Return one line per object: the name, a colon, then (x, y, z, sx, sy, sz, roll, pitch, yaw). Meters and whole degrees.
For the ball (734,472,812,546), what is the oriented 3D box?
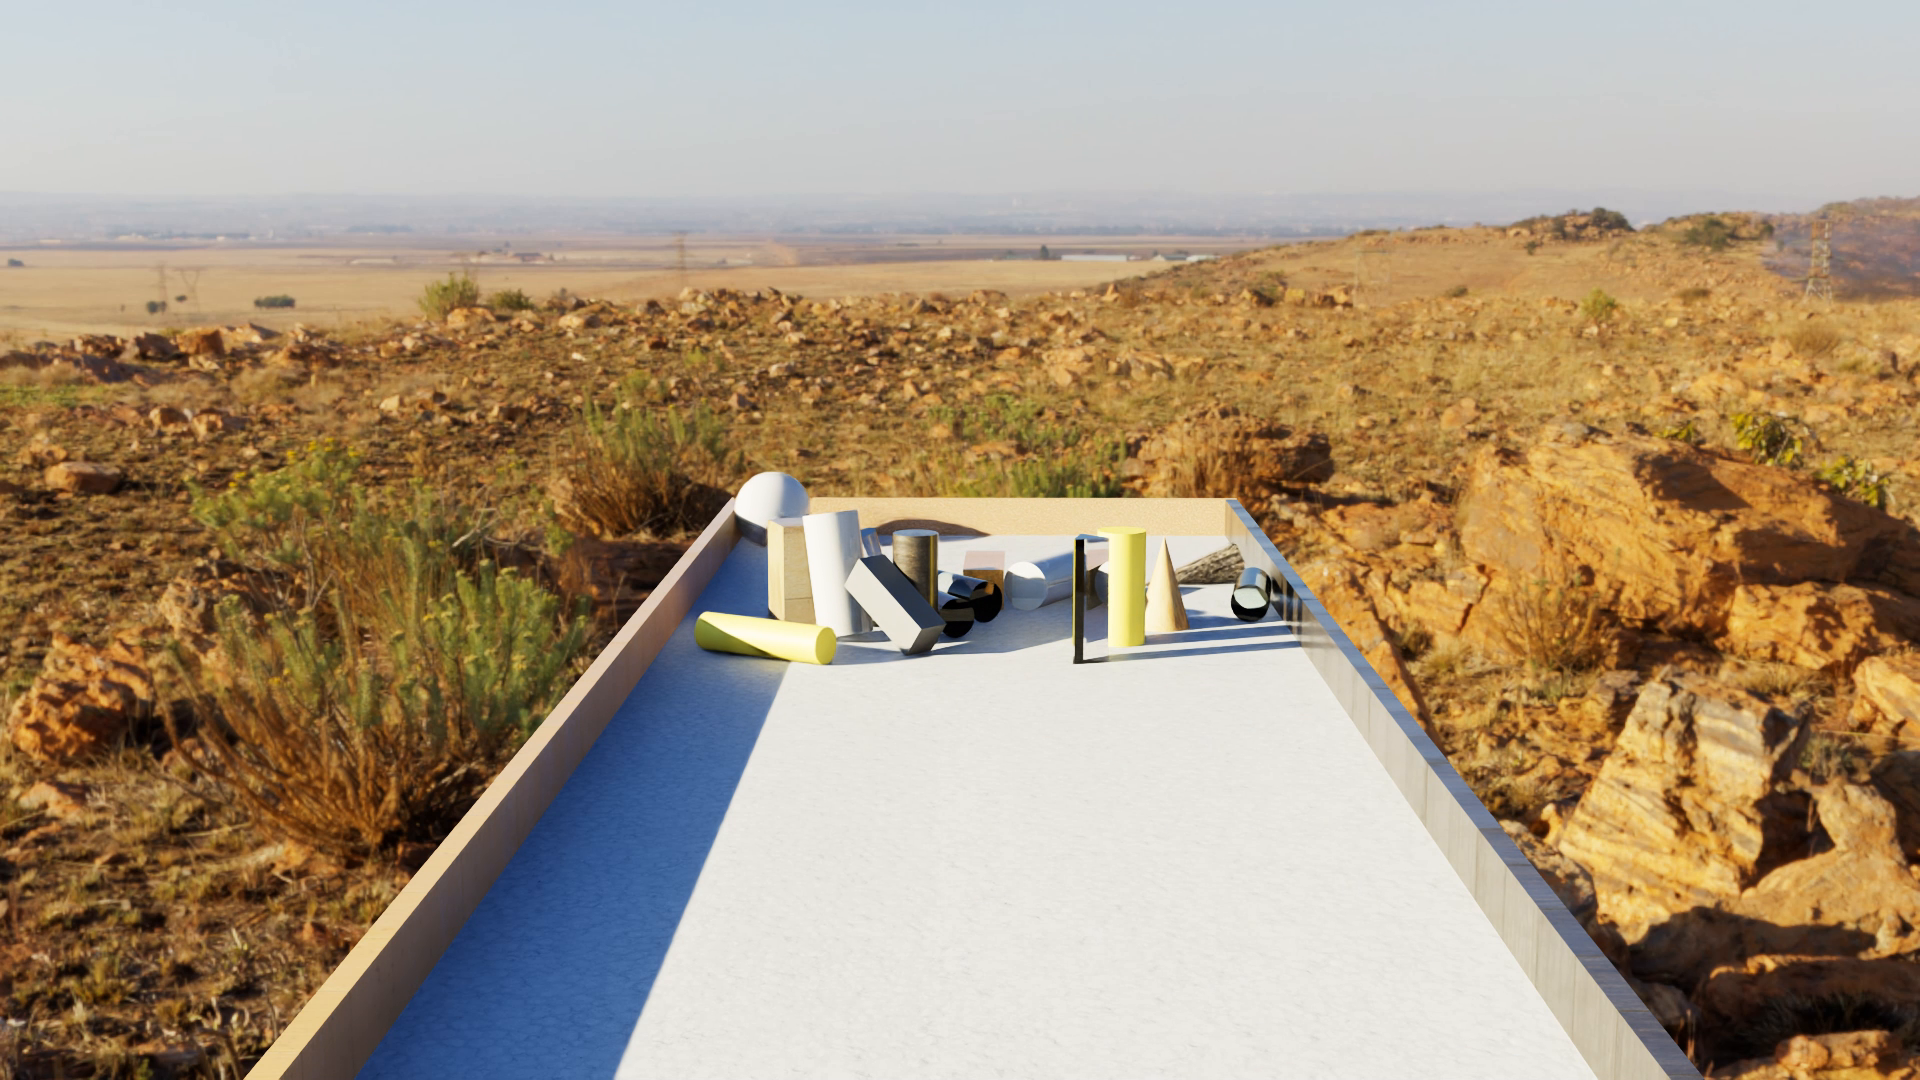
ball: (-0.749, -0.124, 8.817, 0.305, 0.305, 0.305, 0, 9, 0)

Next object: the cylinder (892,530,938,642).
cylinder: (-0.141, 0.148, 6.965, 0.145, 0.346, 0.145, 0, 9, 0)

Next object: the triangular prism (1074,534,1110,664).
triangular prism: (0.383, 0.177, 6.671, 0.112, 0.382, 0.097, -3, 9, -16)

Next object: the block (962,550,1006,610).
block: (0.086, 0.138, 7.692, 0.139, 0.139, 0.405, 0, 9, 2)

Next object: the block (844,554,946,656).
block: (-0.202, 0.201, 6.842, 0.115, 0.115, 0.326, -10, 49, -47)

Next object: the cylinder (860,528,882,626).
cylinder: (-0.294, 0.122, 7.216, 0.116, 0.301, 0.116, -14, 14, 4)

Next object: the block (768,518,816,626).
block: (-0.517, 0.110, 7.213, 0.180, 0.345, 0.180, -3, 10, -21)

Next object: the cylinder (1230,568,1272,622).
cylinder: (0.988, 0.183, 7.450, 0.127, 0.127, 0.341, 1, 9, 9)

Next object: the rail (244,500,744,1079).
rail: (-1.004, 0.839, 3.234, 0.050, 0.150, 12.000, 0, 9, 1)

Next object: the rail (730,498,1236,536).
rail: (0.099, -0.098, 9.147, 2.100, 0.150, 0.050, 0, 9, 1)

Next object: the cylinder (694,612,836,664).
cylinder: (-0.599, 0.300, 6.745, 0.453, 0.116, 0.116, 5, 11, 31)

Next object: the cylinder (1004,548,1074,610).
cylinder: (0.308, 0.135, 7.617, 0.169, 0.169, 0.331, 5, 11, 31)

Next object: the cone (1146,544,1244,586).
cone: (0.832, 0.125, 7.999, 0.381, 0.142, 0.142, -13, 11, -11)

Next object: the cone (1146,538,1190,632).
cone: (0.667, 0.134, 7.192, 0.174, 0.304, 0.174, 0, 9, 0)

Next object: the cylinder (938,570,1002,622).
cylinder: (-0.006, 0.186, 7.392, 0.139, 0.139, 0.303, -7, 11, -37)

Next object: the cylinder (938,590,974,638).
cylinder: (-0.108, 0.219, 7.219, 0.129, 0.129, 0.435, -4, 10, -26)

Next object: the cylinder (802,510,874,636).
cylinder: (-0.389, 0.106, 7.011, 0.178, 0.389, 0.178, -7, 1, 0)

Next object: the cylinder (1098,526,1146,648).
cylinder: (0.509, 0.146, 6.939, 0.153, 0.359, 0.153, 0, 9, 0)

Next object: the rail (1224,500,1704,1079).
rail: (1.046, 0.843, 3.208, 0.050, 0.150, 12.000, 0, 9, 1)
